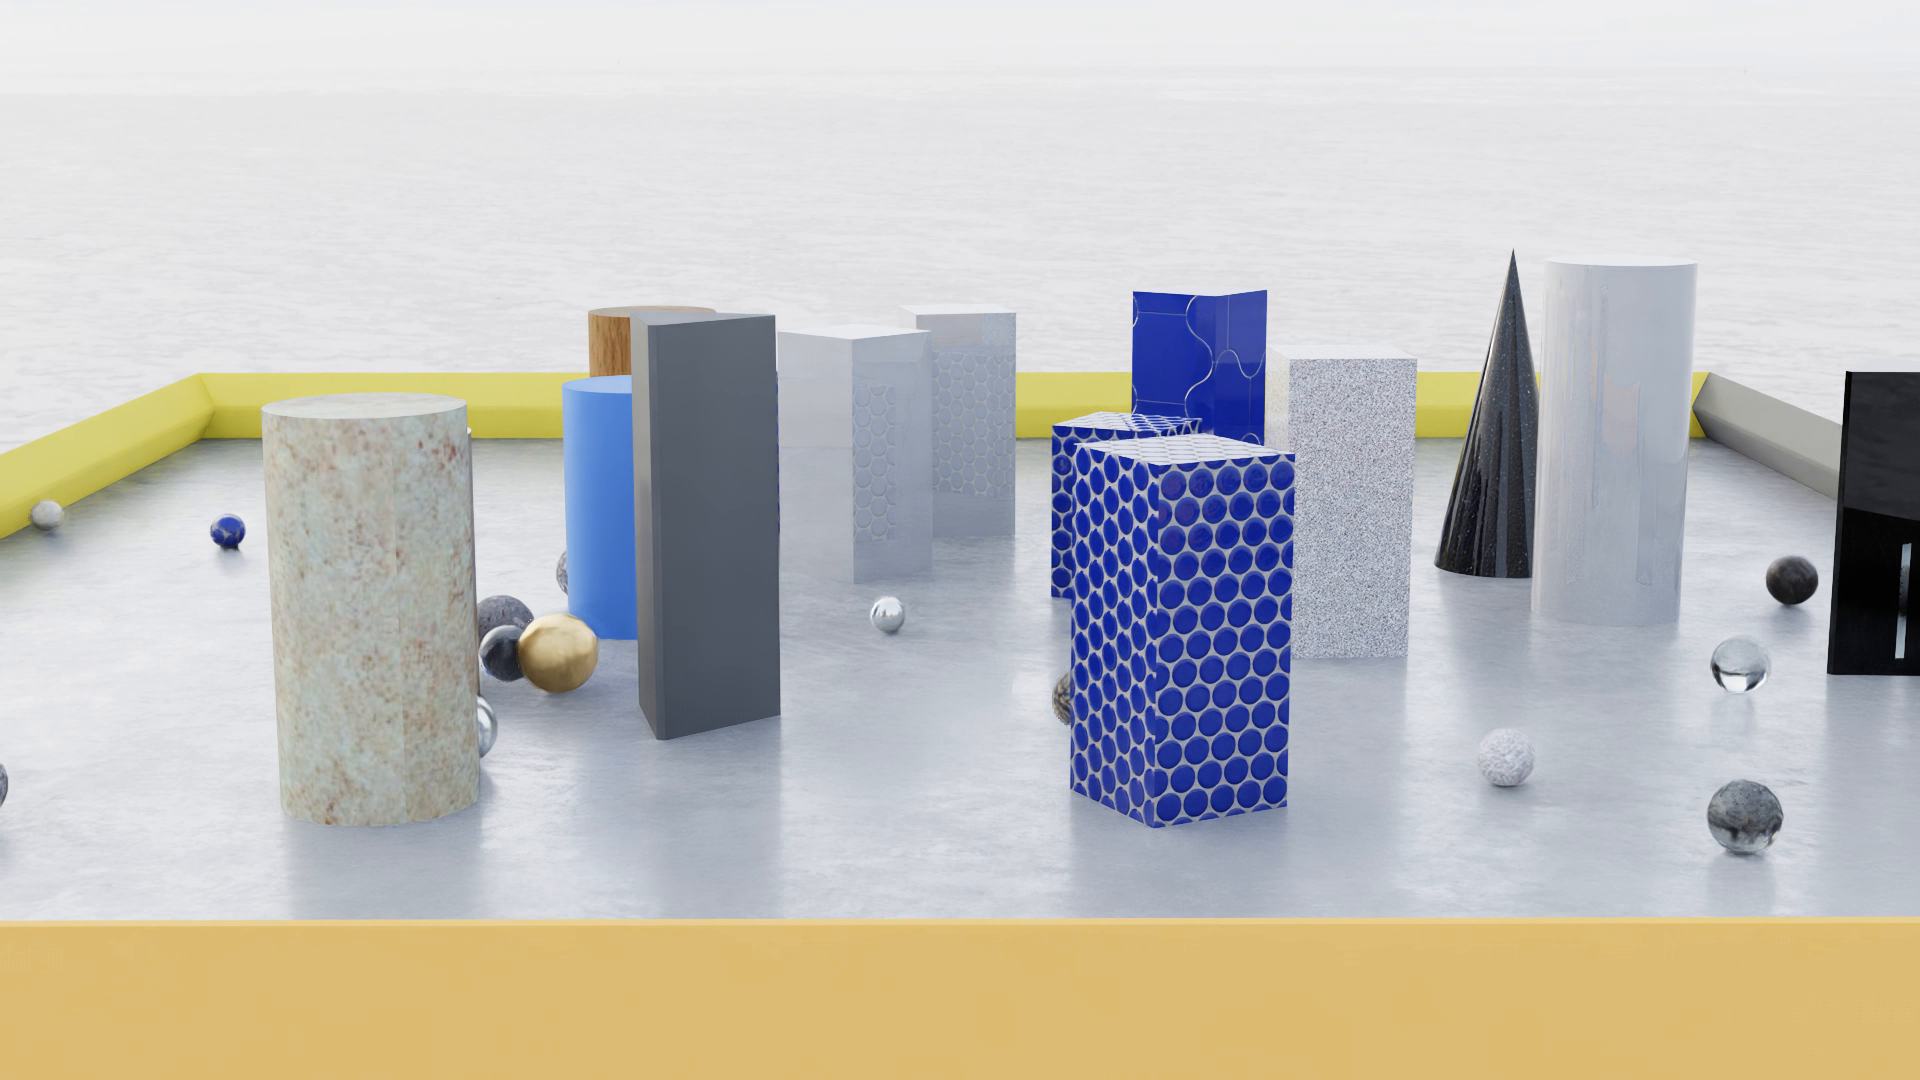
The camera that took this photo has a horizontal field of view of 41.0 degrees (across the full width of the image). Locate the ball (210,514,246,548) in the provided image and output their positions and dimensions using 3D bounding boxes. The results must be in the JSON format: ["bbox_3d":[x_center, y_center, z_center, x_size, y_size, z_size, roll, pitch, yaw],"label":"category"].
[{"bbox_3d":[-1.117,-0.015,3.916,0.053,0.053,0.053,0,11,0],"label":"ball"}]

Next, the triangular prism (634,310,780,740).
[{"bbox_3d":[-0.316,-0.025,2.870,0.170,0.454,0.147,-10,14,-43],"label":"triangular prism"}]

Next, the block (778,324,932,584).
[{"bbox_3d":[-0.151,-0.129,3.719,0.157,0.349,0.157,10,15,44],"label":"block"}]

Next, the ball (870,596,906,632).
[{"bbox_3d":[-0.093,0.097,3.332,0.047,0.047,0.047,0,11,0],"label":"ball"}]

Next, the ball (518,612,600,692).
[{"bbox_3d":[-0.471,0.132,3.011,0.094,0.094,0.094,0,11,0],"label":"ball"}]

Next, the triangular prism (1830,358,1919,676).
[{"bbox_3d":[1.140,-0.031,3.140,0.170,0.369,0.147,1,11,3],"label":"triangular prism"}]

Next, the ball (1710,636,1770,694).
[{"bbox_3d":[0.915,0.147,3.007,0.067,0.067,0.067,0,11,0],"label":"ball"}]

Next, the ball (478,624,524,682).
[{"bbox_3d":[-0.540,0.136,3.062,0.069,0.069,0.069,0,11,0],"label":"ball"}]

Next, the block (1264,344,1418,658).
[{"bbox_3d":[0.475,-0.052,3.236,0.157,0.373,0.157,-1,11,-3],"label":"block"}]

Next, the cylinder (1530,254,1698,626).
[{"bbox_3d":[0.871,-0.137,3.423,0.196,0.472,0.196,0,11,0],"label":"cylinder"}]

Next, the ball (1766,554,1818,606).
[{"bbox_3d":[1.135,0.054,3.501,0.069,0.069,0.069,0,11,0],"label":"ball"}]

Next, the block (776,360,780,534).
[{"bbox_3d":[-0.249,-0.148,4.072,0.157,0.258,0.157,5,11,24],"label":"block"}]

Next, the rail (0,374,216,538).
[{"bbox_3d":[-1.467,0.034,3.441,0.045,0.128,3.293,0,11,0],"label":"rail"}]

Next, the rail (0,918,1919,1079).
[{"bbox_3d":[0.009,0.329,1.853,2.982,0.128,0.045,0,11,0],"label":"rail"}]

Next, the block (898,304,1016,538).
[{"bbox_3d":[-0.006,-0.191,4.052,0.157,0.349,0.157,-2,11,-11],"label":"block"}]

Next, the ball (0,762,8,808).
[{"bbox_3d":[-0.963,0.238,2.481,0.080,0.080,0.080,0,11,0],"label":"ball"}]

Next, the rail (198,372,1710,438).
[{"bbox_3d":[-0.009,-0.263,5.045,2.982,0.128,0.045,0,11,0],"label":"rail"}]

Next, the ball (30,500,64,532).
[{"bbox_3d":[-1.440,-0.038,4.048,0.050,0.050,0.050,0,11,0],"label":"ball"}]

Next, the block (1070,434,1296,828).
[{"bbox_3d":[0.219,0.085,2.550,0.157,0.355,0.157,-6,12,-28],"label":"block"}]

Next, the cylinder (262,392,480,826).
[{"bbox_3d":[-0.582,0.064,2.545,0.196,0.398,0.196,0,11,0],"label":"cylinder"}]

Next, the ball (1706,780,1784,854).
[{"bbox_3d":[0.734,0.259,2.398,0.069,0.069,0.069,0,11,0],"label":"ball"}]

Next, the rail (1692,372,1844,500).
[{"bbox_3d":[1.467,0.031,3.457,0.045,0.128,3.293,0,11,0],"label":"rail"}]

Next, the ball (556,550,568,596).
[{"bbox_3d":[-0.513,0.044,3.520,0.082,0.082,0.082,0,11,0],"label":"ball"}]

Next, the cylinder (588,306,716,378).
[{"bbox_3d":[-0.475,-0.180,3.986,0.196,0.352,0.196,0,11,0],"label":"cylinder"}]

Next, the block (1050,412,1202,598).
[{"bbox_3d":[0.232,-0.045,3.568,0.157,0.240,0.157,5,12,27],"label":"block"}]

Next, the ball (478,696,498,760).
[{"bbox_3d":[-0.525,0.198,2.699,0.077,0.077,0.077,0,11,0],"label":"ball"}]

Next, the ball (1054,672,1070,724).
[{"bbox_3d":[0.137,0.176,2.851,0.066,0.066,0.066,0,11,0],"label":"ball"}]

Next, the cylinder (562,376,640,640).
[{"bbox_3d":[-0.418,-0.046,3.357,0.196,0.318,0.196,0,11,0],"label":"cylinder"}]

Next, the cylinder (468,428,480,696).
[{"bbox_3d":[-0.659,0.030,2.963,0.196,0.311,0.196,0,11,0],"label":"cylinder"}]

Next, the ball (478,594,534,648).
[{"bbox_3d":[-0.564,0.110,3.151,0.086,0.086,0.086,0,11,0],"label":"ball"}]

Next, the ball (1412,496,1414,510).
[{"bbox_3d":[0.711,-0.060,4.163,0.052,0.052,0.052,0,11,0],"label":"ball"}]

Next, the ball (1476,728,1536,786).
[{"bbox_3d":[0.559,0.221,2.624,0.060,0.060,0.060,0,11,0],"label":"ball"}]

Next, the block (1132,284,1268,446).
[{"bbox_3d":[0.389,-0.224,4.181,0.157,0.367,0.157,8,13,37],"label":"block"}]

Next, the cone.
[{"bbox_3d":[0.797,-0.193,3.739,0.196,0.468,0.196,0,11,0],"label":"cone"}]
